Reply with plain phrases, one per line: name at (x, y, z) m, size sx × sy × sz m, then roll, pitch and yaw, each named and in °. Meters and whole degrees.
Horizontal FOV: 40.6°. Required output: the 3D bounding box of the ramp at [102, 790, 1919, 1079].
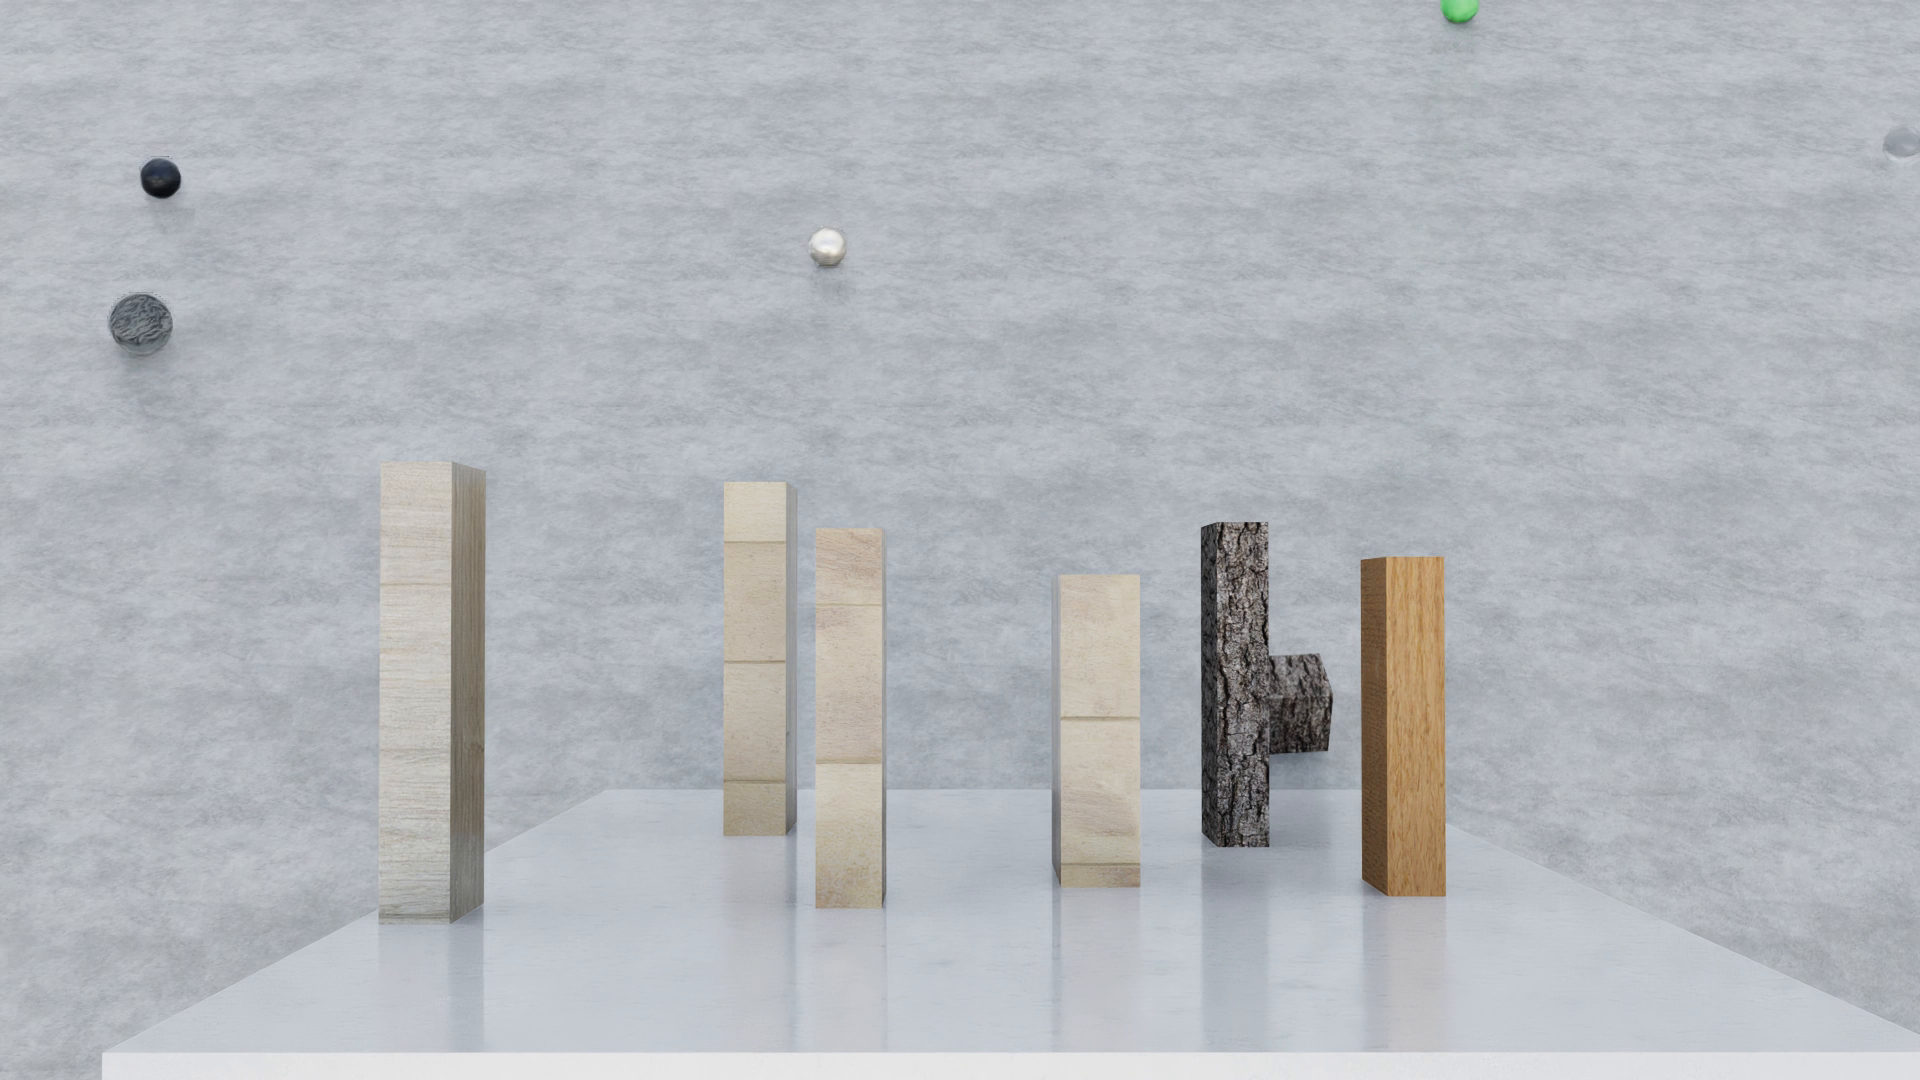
ramp at (0.075, 0.653, 4.794) m, size 2.000 × 0.100 × 4.000 m, roll 0°, pitch -1°, yaw 0°

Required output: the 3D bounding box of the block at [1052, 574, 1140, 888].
block at (0.240, 0.332, 4.663) m, size 0.136 × 0.534 × 0.444 m, roll 0°, pitch -1°, yaw 0°

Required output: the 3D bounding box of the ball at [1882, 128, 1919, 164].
ball at (3.644, -1.525, 10.038) m, size 0.142 × 0.142 × 0.142 m, roll 0°, pitch 34°, yaw 0°

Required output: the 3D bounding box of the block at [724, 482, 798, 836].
block at (-0.430, 0.253, 5.631) m, size 0.130 × 0.741 × 0.390 m, roll 0°, pitch -1°, yaw 0°

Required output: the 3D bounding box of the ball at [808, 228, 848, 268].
ball at (-0.475, -1.051, 9.340) m, size 0.138 × 0.138 × 0.138 m, roll 0°, pitch 34°, yaw 0°

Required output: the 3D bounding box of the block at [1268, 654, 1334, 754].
block at (0.898, 0.447, 7.076) m, size 0.190 × 0.190 × 0.190 m, roll -3°, pitch 34°, yaw -4°

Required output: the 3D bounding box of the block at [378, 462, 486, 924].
block at (-0.825, 0.234, 4.070) m, size 0.107 × 0.700 × 0.283 m, roll 0°, pitch -1°, yaw 0°

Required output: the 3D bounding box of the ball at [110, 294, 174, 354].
ball at (-2.778, -0.732, 8.806) m, size 0.207 × 0.207 × 0.207 m, roll 0°, pitch 34°, yaw 0°

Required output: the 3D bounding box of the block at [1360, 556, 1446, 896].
block at (0.756, 0.312, 4.440) m, size 0.096 × 0.562 × 0.276 m, roll 0°, pitch -1°, yaw 0°

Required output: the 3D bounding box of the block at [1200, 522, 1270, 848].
block at (0.565, 0.292, 5.351) m, size 0.103 × 0.648 × 0.347 m, roll 0°, pitch -1°, yaw 0°

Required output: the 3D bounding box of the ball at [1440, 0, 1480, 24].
ball at (2.155, -2.310, 11.182) m, size 0.164 × 0.164 × 0.164 m, roll 0°, pitch 34°, yaw 0°

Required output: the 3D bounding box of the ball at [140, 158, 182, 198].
ball at (-3.015, -1.364, 9.791) m, size 0.152 × 0.152 × 0.152 m, roll 0°, pitch 34°, yaw 0°

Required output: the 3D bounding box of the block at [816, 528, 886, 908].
block at (-0.177, 0.287, 4.267) m, size 0.105 × 0.604 × 0.272 m, roll 0°, pitch -1°, yaw 0°
